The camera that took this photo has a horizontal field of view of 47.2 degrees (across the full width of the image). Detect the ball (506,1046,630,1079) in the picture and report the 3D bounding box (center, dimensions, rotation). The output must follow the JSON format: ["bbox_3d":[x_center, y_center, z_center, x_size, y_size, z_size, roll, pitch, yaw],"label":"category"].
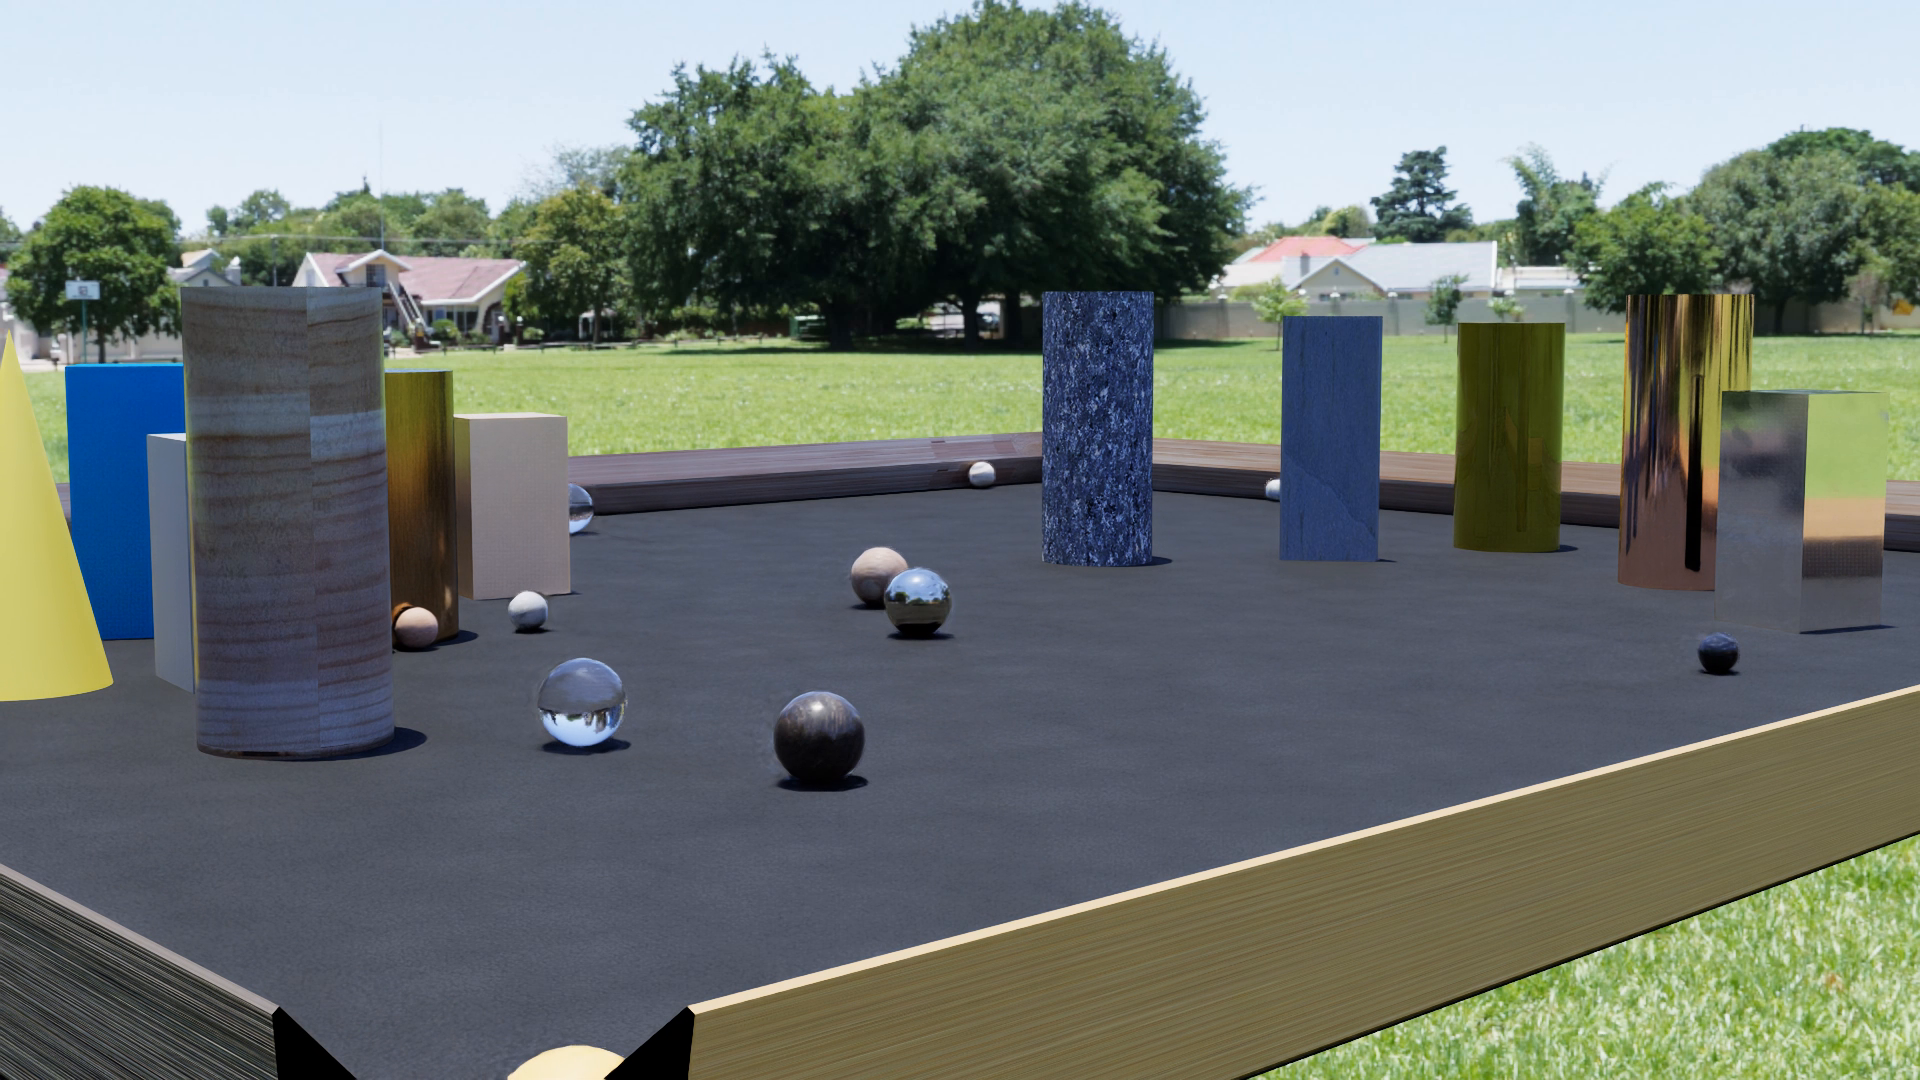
[{"bbox_3d":[-0.187,0.291,1.066,0.089,0.089,0.089,0,6,0],"label":"ball"}]

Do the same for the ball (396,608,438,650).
[{"bbox_3d":[-0.715,0.116,2.893,0.055,0.055,0.055,0,6,0],"label":"ball"}]

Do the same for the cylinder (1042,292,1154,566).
[{"bbox_3d":[0.244,-0.201,3.905,0.196,0.476,0.196,0,6,0],"label":"cylinder"}]

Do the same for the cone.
[{"bbox_3d":[-1.109,-0.037,2.587,0.196,0.424,0.196,0,6,0],"label":"cone"}]

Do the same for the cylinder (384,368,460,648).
[{"bbox_3d":[-0.784,-0.048,2.981,0.196,0.363,0.196,0,6,0],"label":"cylinder"}]

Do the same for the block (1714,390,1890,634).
[{"bbox_3d":[1.192,-0.045,3.119,0.157,0.330,0.157,-3,7,-26],"label":"block"}]

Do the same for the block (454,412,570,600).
[{"bbox_3d":[-0.721,-0.057,3.478,0.157,0.279,0.157,-3,7,-30],"label":"block"}]

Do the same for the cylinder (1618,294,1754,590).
[{"bbox_3d":[1.177,-0.162,3.570,0.196,0.469,0.196,0,6,0],"label":"cylinder"}]

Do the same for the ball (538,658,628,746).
[{"bbox_3d":[-0.386,0.166,2.248,0.091,0.091,0.091,0,6,0],"label":"ball"}]

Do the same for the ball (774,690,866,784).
[{"bbox_3d":[-0.133,0.186,2.075,0.087,0.087,0.087,0,6,0],"label":"ball"}]

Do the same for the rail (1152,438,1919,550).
[{"bbox_3d":[1.317,-0.093,4.540,0.045,0.127,3.273,-5,8,-42],"label":"rail"}]

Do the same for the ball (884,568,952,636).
[{"bbox_3d":[-0.057,0.085,3.013,0.092,0.092,0.092,0,6,0],"label":"ball"}]

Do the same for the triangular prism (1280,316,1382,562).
[{"bbox_3d":[0.666,-0.186,3.968,0.170,0.434,0.147,1,6,8],"label":"triangular prism"}]

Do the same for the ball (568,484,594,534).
[{"bbox_3d":[-0.783,-0.063,4.398,0.098,0.098,0.098,0,6,0],"label":"ball"}]

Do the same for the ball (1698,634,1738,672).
[{"bbox_3d":[0.934,0.139,2.710,0.048,0.048,0.048,0,6,0],"label":"ball"}]

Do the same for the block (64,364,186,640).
[{"bbox_3d":[-1.139,-0.058,3.048,0.157,0.369,0.157,-2,6,-15],"label":"block"}]

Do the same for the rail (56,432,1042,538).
[{"bbox_3d":[-1.094,-0.090,4.511,3.631,0.127,0.045,-5,8,-42],"label":"rail"}]

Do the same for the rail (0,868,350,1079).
[{"bbox_3d":[-1.317,0.160,2.123,0.045,0.127,3.273,-5,8,-42],"label":"rail"}]

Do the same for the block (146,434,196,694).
[{"bbox_3d":[-0.873,0.021,2.652,0.157,0.295,0.157,-4,7,-35],"label":"block"}]

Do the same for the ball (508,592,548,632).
[{"bbox_3d":[-0.600,0.099,3.057,0.055,0.055,0.055,0,6,0],"label":"ball"}]

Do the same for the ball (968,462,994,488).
[{"bbox_3d":[0.054,-0.163,5.509,0.066,0.066,0.066,0,6,0],"label":"ball"}]

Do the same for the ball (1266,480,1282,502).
[{"bbox_3d":[0.737,-0.115,5.127,0.051,0.051,0.051,0,6,0],"label":"ball"}]

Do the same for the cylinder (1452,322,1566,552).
[{"bbox_3d":[1.030,-0.196,4.125,0.196,0.421,0.196,0,6,0],"label":"cylinder"}]

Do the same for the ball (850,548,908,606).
[{"bbox_3d":[-0.120,0.056,3.310,0.089,0.089,0.089,0,6,0],"label":"ball"}]

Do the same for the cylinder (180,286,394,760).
[{"bbox_3d":[-0.687,-0.024,2.256,0.196,0.467,0.196,0,6,0],"label":"cylinder"}]

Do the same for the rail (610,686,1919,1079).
[{"bbox_3d":[1.094,0.156,2.153,3.631,0.127,0.045,-5,8,-42],"label":"rail"}]
